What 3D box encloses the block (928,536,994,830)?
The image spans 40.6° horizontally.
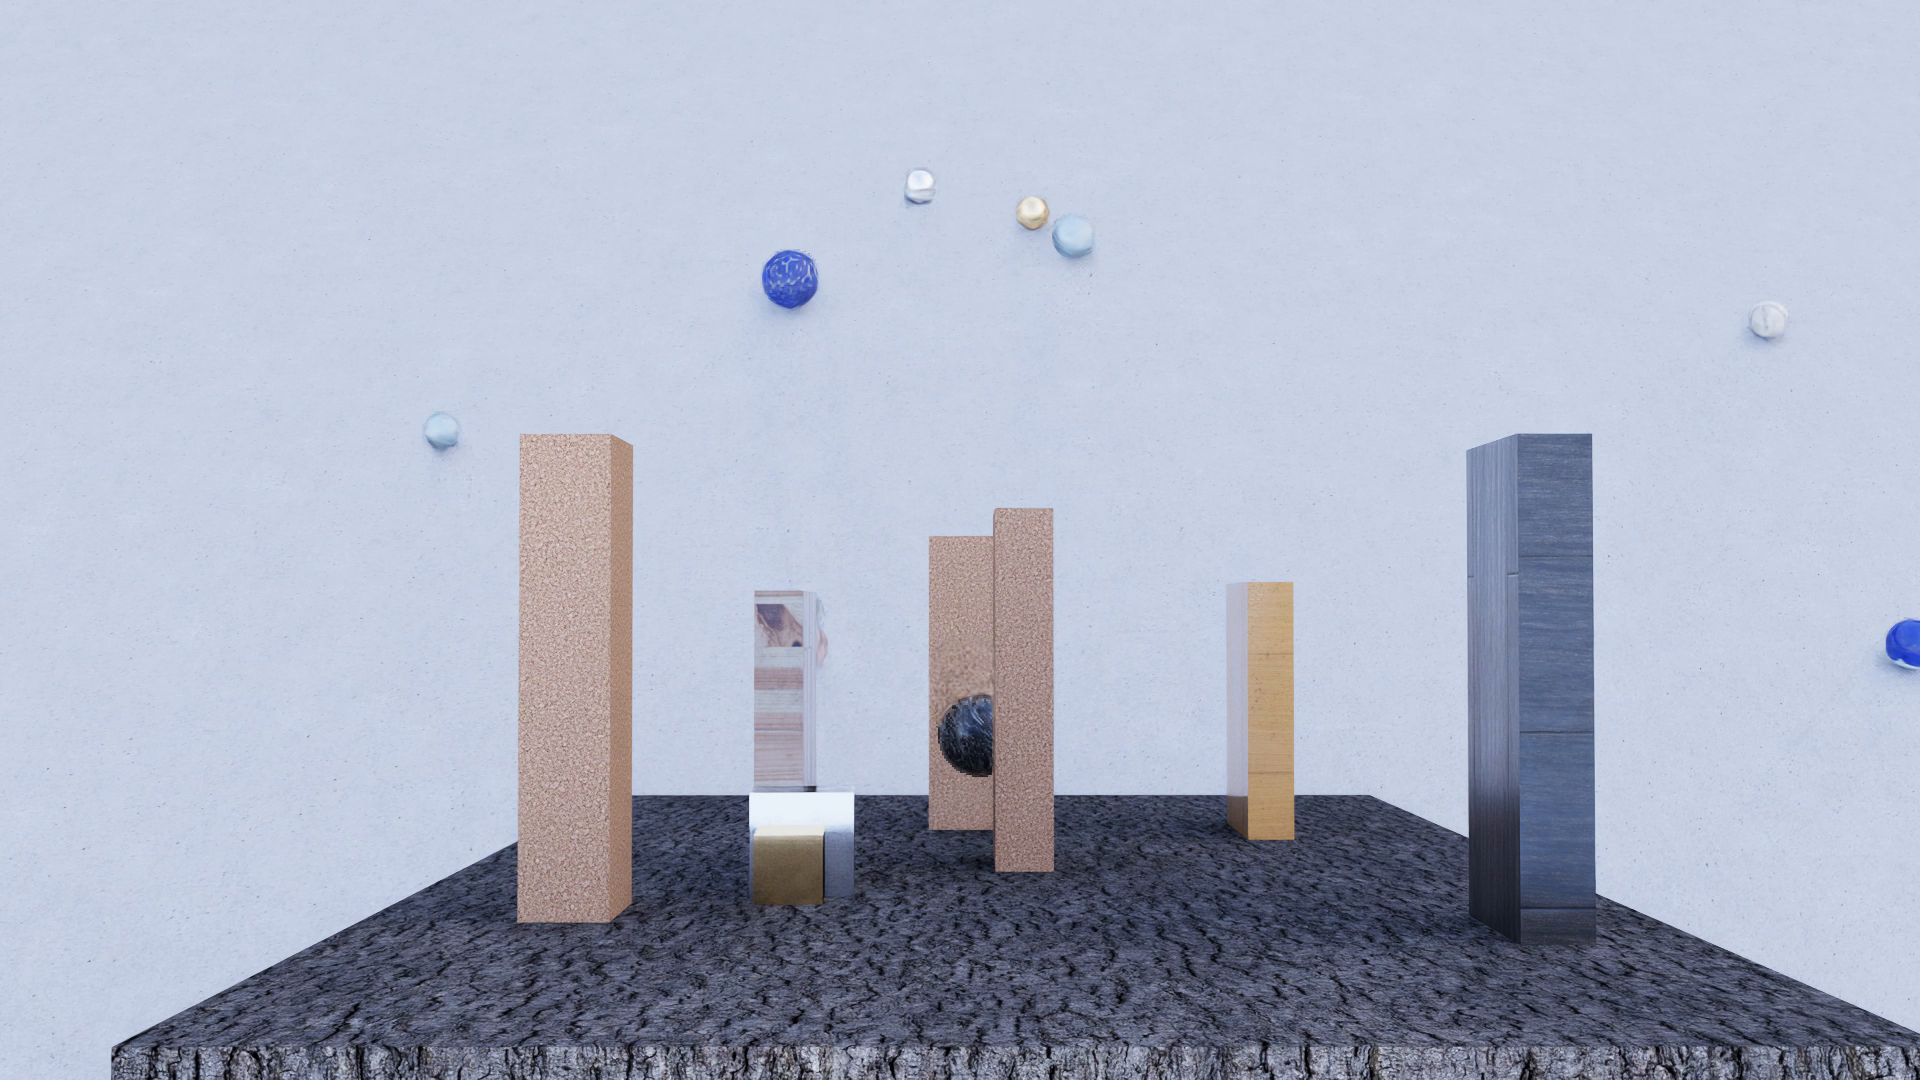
[{"bbox_3d":[0.005,0.318,5.850,0.146,0.646,0.276,0,-2,0],"label":"block"}]

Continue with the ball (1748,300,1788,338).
[{"bbox_3d":[2.775,-0.759,8.913,0.130,0.130,0.130,0,35,0],"label":"ball"}]

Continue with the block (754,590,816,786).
[{"bbox_3d":[-0.315,0.351,4.730,0.085,0.514,0.435,0,-2,0],"label":"block"}]

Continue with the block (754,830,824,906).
[{"bbox_3d":[-0.281,0.538,4.276,0.113,0.113,0.113,0,-2,-2],"label":"block"}]

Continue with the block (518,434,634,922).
[{"bbox_3d":[-0.608,0.215,4.123,0.141,0.749,0.271,0,-2,0],"label":"block"}]

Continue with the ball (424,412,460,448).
[{"bbox_3d":[-1.663,-0.351,8.336,0.117,0.117,0.117,0,35,0],"label":"ball"}]

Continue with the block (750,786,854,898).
[{"bbox_3d":[-0.267,0.512,4.421,0.174,0.174,0.174,0,-2,-2],"label":"block"}]

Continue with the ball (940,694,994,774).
[{"bbox_3d":[0.044,0.419,5.621,0.175,0.175,0.175,0,35,0],"label":"ball"}]

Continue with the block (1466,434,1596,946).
[{"bbox_3d":[0.852,0.218,3.896,0.108,0.730,0.375,0,-2,0],"label":"block"}]

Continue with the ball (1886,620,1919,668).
[{"bbox_3d":[2.704,0.295,7.382,0.140,0.140,0.140,0,35,0],"label":"ball"}]

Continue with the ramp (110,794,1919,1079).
[{"bbox_3d":[0.077,0.661,4.822,2.000,0.100,4.000,0,-2,0],"label":"ramp"}]

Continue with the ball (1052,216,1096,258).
[{"bbox_3d":[0.410,-1.094,9.374,0.155,0.155,0.155,0,35,0],"label":"ball"}]

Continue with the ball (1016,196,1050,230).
[{"bbox_3d":[0.267,-1.203,9.558,0.126,0.126,0.126,0,35,0],"label":"ball"}]

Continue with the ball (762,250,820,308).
[{"bbox_3d":[-0.592,-0.911,9.069,0.202,0.202,0.202,0,35,0],"label":"ball"}]

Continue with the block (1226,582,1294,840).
[{"bbox_3d":[0.653,0.365,5.677,0.097,0.541,0.435,0,-2,0],"label":"block"}]

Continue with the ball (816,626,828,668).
[{"bbox_3d":[-0.446,0.303,7.366,0.145,0.145,0.145,0,35,0],"label":"ball"}]

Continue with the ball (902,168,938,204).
[{"bbox_3d":[-0.149,-1.325,9.729,0.132,0.132,0.132,0,35,0],"label":"ball"}]

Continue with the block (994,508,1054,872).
[{"bbox_3d":[0.119,0.280,4.942,0.107,0.669,0.327,0,-2,0],"label":"block"}]

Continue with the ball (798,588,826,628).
[{"bbox_3d":[-0.463,0.215,7.491,0.148,0.148,0.148,0,35,0],"label":"ball"}]
